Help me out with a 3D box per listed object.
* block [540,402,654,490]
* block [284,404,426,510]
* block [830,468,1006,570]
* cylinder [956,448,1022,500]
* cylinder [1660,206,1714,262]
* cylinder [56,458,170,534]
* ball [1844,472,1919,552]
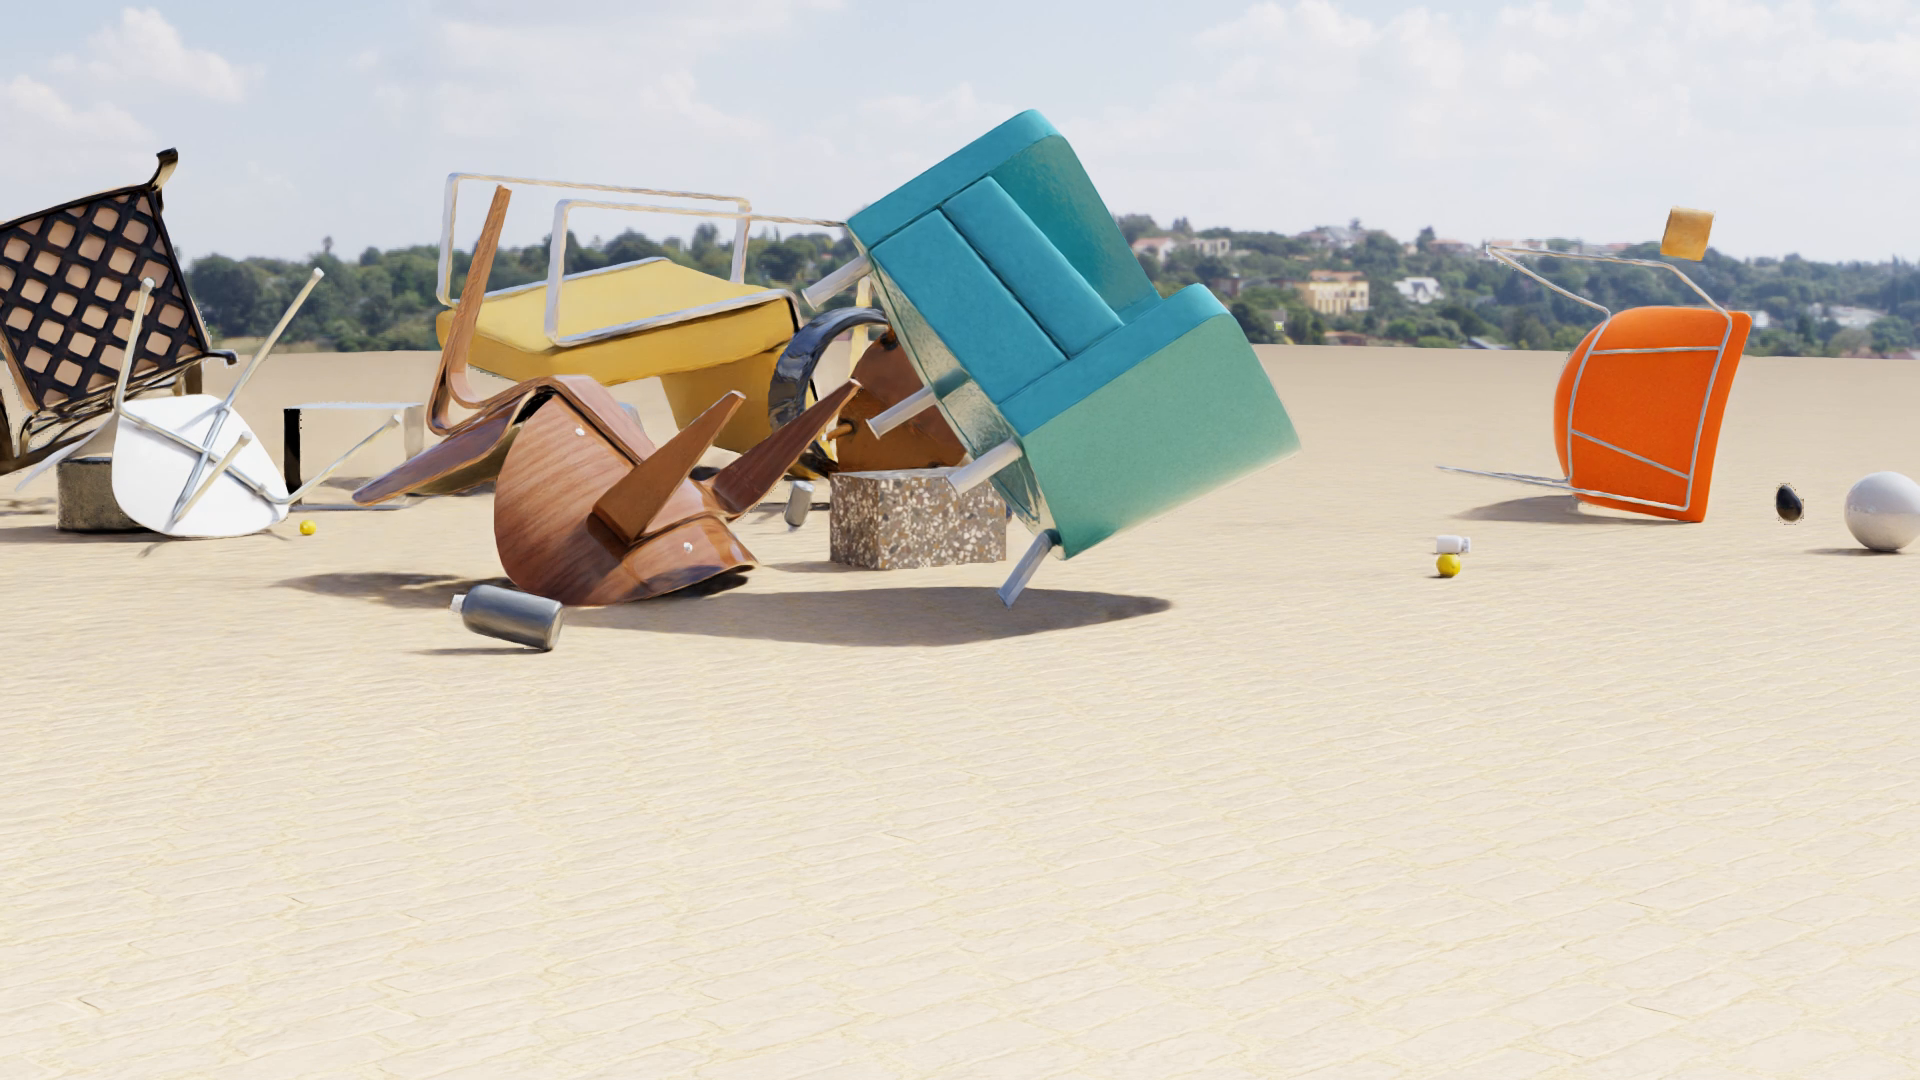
[{"bbox_3d":[-1.135,-0.295,8.017,0.265,0.188,0.262,-20,12,-16],"label":"block"},{"bbox_3d":[-1.735,-0.243,7.369,0.339,0.286,0.281,0,6,-1],"label":"block"},{"bbox_3d":[-0.096,-0.052,5.916,0.352,0.205,0.209,-4,7,-34],"label":"block"},{"bbox_3d":[0.086,-0.192,7.516,0.163,0.081,0.142,35,22,15],"label":"cylinder"},{"bbox_3d":[1.864,-0.786,6.579,0.102,0.137,0.099,11,41,9],"label":"cylinder"},{"bbox_3d":[-2.198,-0.116,6.663,0.305,0.180,0.244,3,7,27],"label":"cylinder"},{"bbox_3d":[2.216,-0.069,6.144,0.192,0.192,0.192,0,6,0],"label":"ball"}]
